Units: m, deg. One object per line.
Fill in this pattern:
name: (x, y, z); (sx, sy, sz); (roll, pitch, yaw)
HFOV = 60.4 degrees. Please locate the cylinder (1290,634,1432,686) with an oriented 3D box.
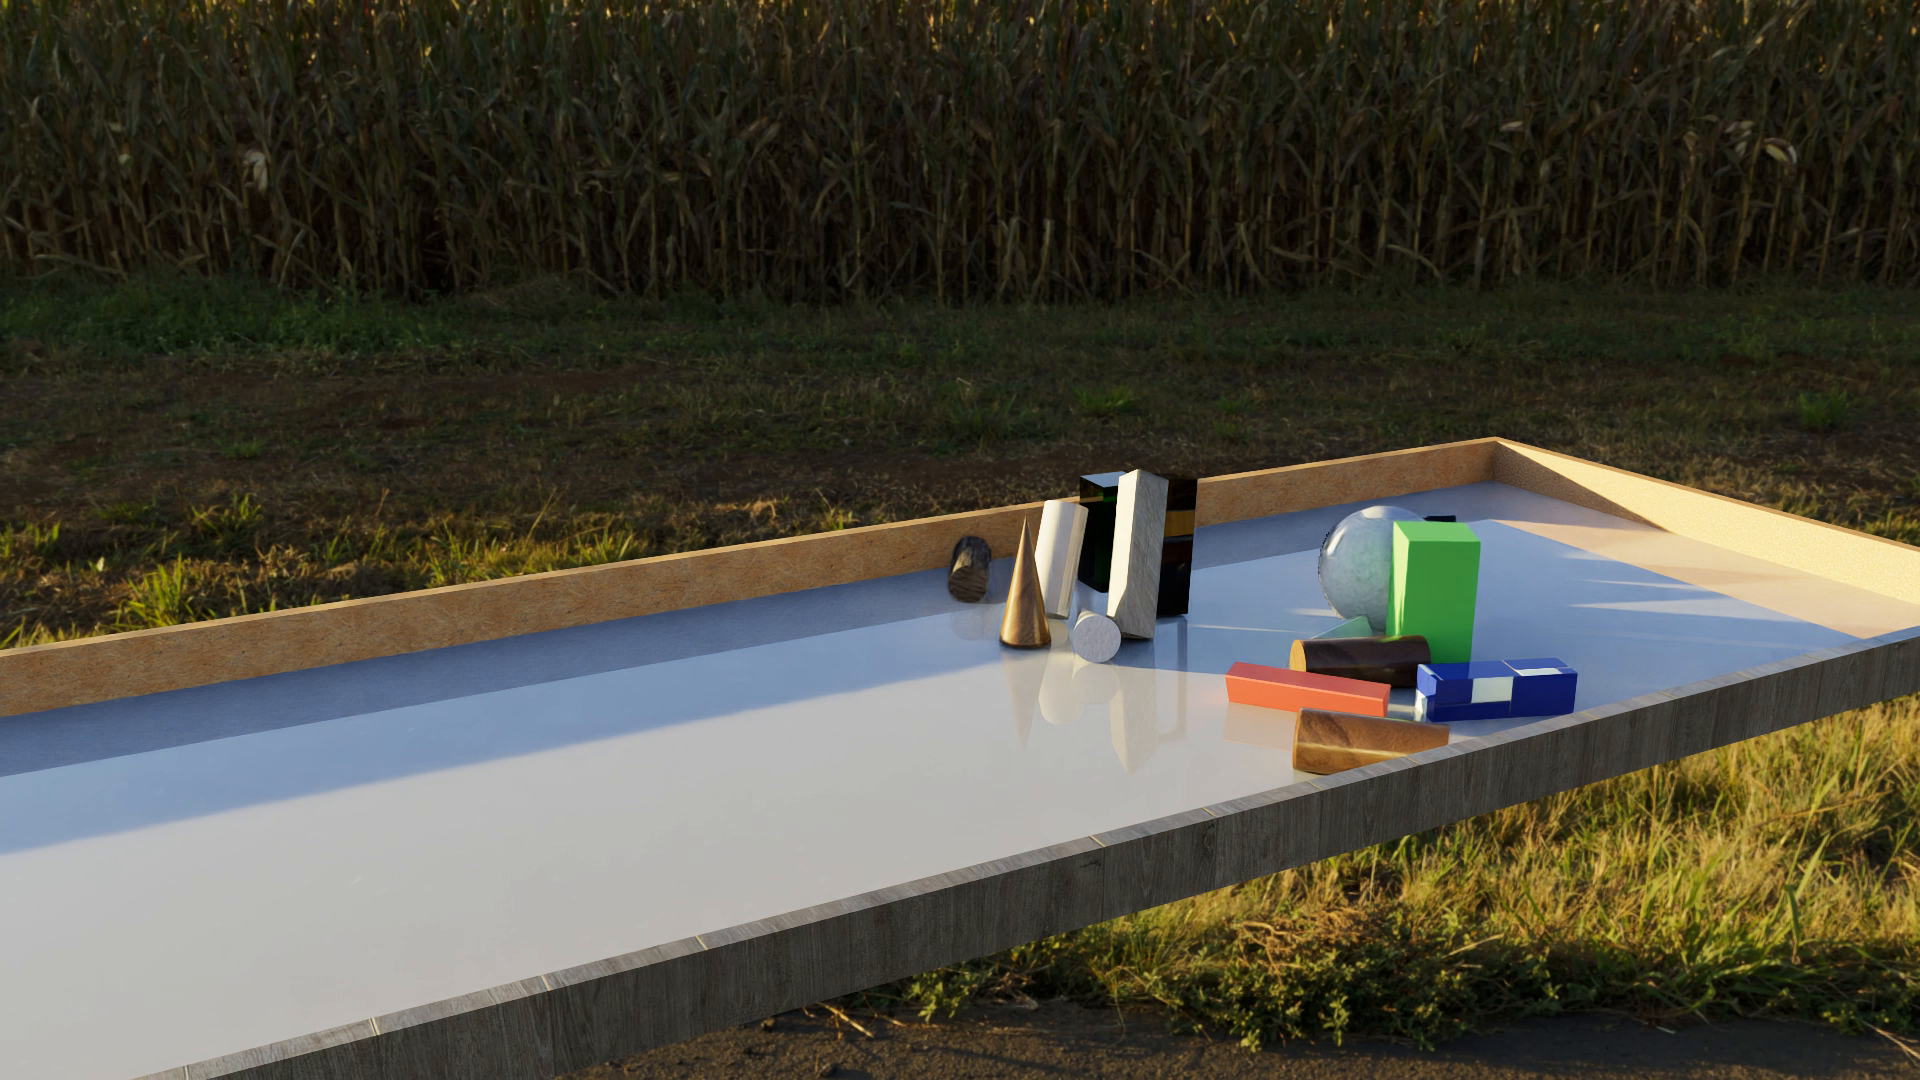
cylinder: (0.993, 0.304, 4.095); (0.317, 0.125, 0.125); (-2, 16, -6)

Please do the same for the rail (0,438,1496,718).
rail: (-3.305, 0.497, 3.399); (12.000, 0.150, 0.050); (-9, 18, -27)

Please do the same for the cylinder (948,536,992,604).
cylinder: (0.031, 0.085, 4.863); (0.114, 0.114, 0.306); (1, 16, 3)

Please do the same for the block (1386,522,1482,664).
block: (1.209, 0.147, 4.229); (0.178, 0.352, 0.178); (1, 16, 3)

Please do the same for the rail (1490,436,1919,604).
rail: (2.466, -0.048, 5.253); (0.050, 0.150, 2.100); (-9, 18, -27)

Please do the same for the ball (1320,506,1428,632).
ball: (1.152, 0.078, 4.483); (0.343, 0.343, 0.343); (0, 16, 0)

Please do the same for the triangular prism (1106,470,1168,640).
triangular prism: (0.458, 0.041, 4.465); (0.116, 0.439, 0.133); (-2, -13, 44)

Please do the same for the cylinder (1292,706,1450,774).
cylinder: (0.892, 0.450, 3.576); (0.317, 0.139, 0.139); (6, 17, 18)

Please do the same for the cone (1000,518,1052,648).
cone: (0.175, 0.099, 4.387); (0.141, 0.346, 0.141); (0, 13, 0)

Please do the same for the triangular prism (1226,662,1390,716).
triangular prism: (0.831, 0.351, 3.936); (0.373, 0.098, 0.085); (7, 49, 24)

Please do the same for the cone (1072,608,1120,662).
cone: (0.350, 0.224, 4.483); (0.126, 0.126, 0.447); (0, 8, -1)

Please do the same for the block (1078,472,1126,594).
block: (0.448, -0.024, 4.870); (0.143, 0.320, 0.143); (-7, 18, -23)

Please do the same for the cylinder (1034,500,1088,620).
cylinder: (0.268, 0.056, 4.574); (0.124, 0.310, 0.124); (11, -9, 2)

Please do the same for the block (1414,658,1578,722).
block: (1.282, 0.358, 3.950); (0.353, 0.105, 0.105); (-2, 17, -8)

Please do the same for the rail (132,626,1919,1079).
rail: (-2.336, 1.006, 1.665); (12.000, 0.150, 0.050); (-9, 18, -27)

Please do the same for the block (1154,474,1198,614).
block: (0.578, 0.010, 4.618); (0.110, 0.381, 0.110); (-1, 11, -18)
